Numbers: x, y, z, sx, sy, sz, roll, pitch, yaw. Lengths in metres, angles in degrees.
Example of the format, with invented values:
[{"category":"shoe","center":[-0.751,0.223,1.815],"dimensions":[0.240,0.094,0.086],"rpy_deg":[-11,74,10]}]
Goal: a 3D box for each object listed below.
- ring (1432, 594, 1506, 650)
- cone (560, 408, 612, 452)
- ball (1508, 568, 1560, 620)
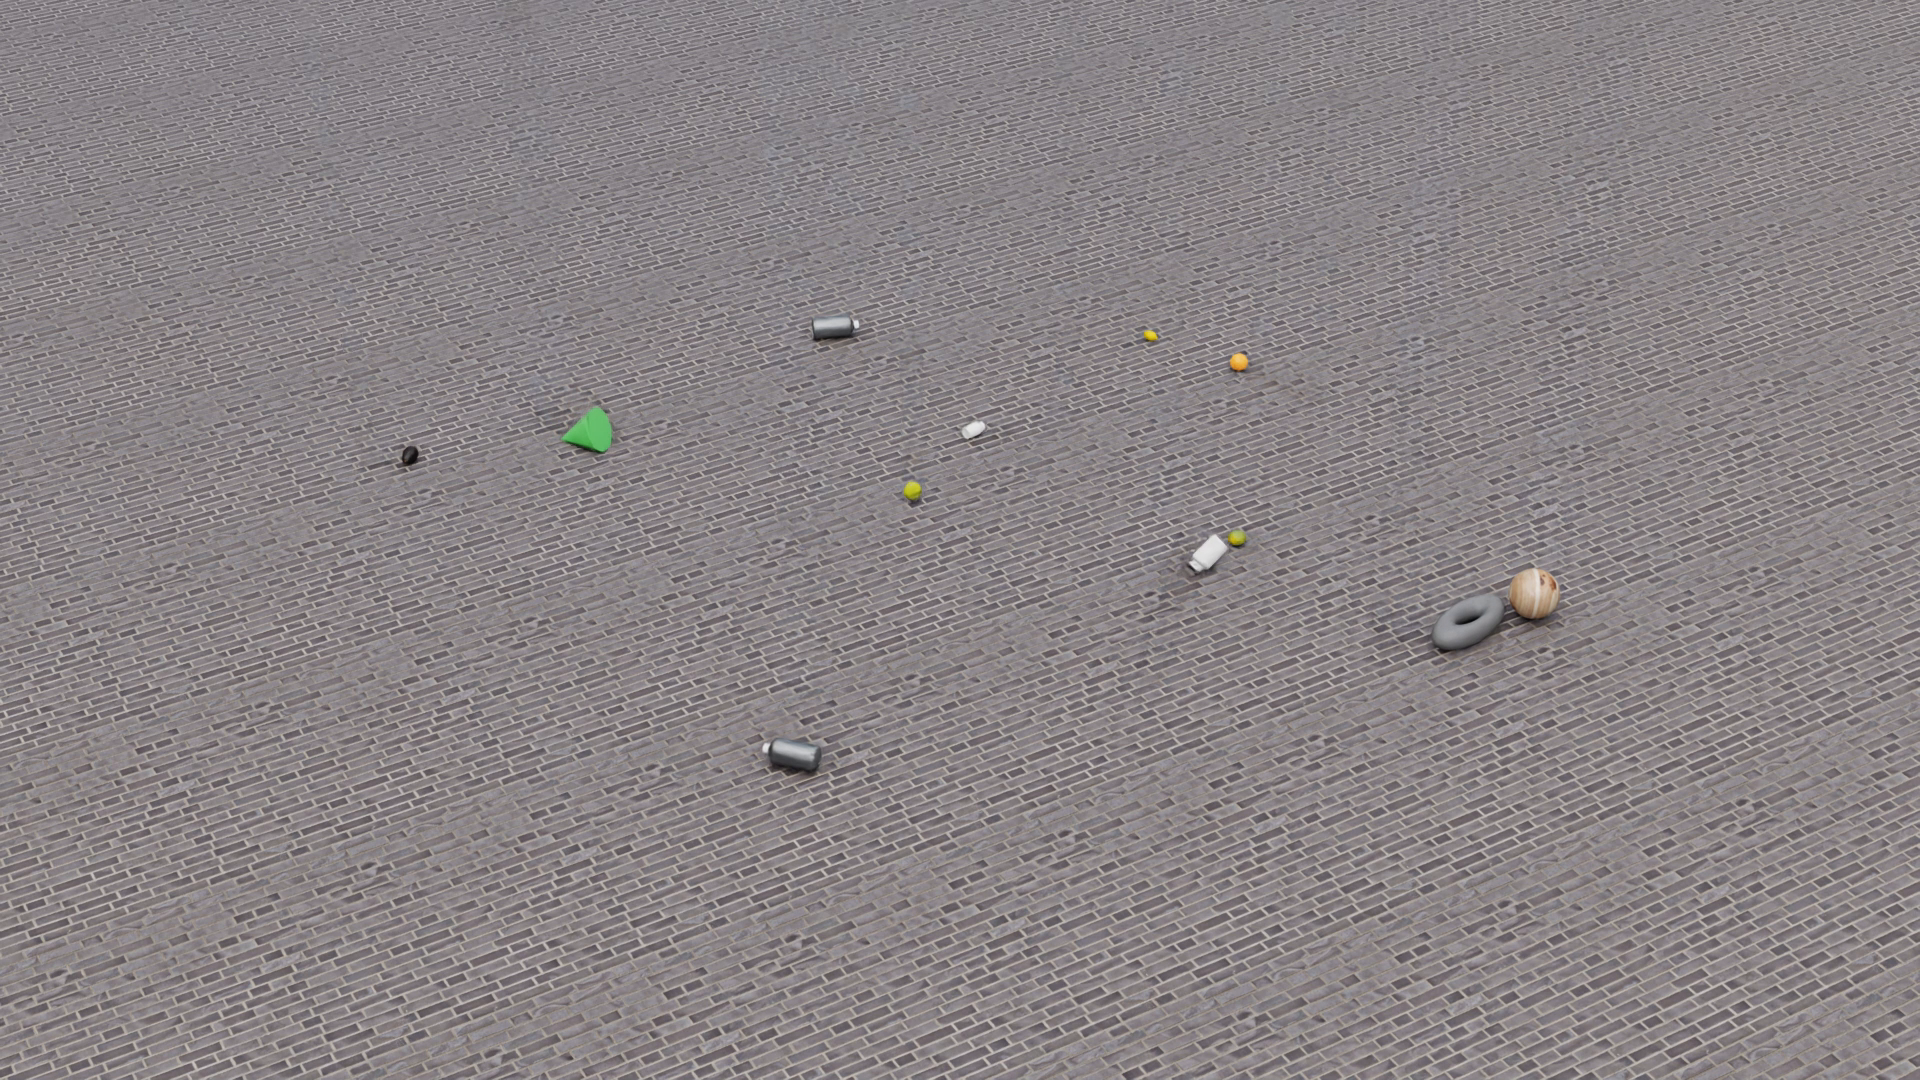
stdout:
[{"category":"ring","center":[1.808,0.292,10.424],"dimensions":[0.171,0.087,0.374],"rpy_deg":[27,41,37]},{"category":"cone","center":[-1.492,-0.415,11.503],"dimensions":[0.188,0.165,0.180],"rpy_deg":[-12,59,28]},{"category":"ball","center":[2.054,0.192,10.486],"dimensions":[0.184,0.184,0.184],"rpy_deg":[0,33,0]}]
